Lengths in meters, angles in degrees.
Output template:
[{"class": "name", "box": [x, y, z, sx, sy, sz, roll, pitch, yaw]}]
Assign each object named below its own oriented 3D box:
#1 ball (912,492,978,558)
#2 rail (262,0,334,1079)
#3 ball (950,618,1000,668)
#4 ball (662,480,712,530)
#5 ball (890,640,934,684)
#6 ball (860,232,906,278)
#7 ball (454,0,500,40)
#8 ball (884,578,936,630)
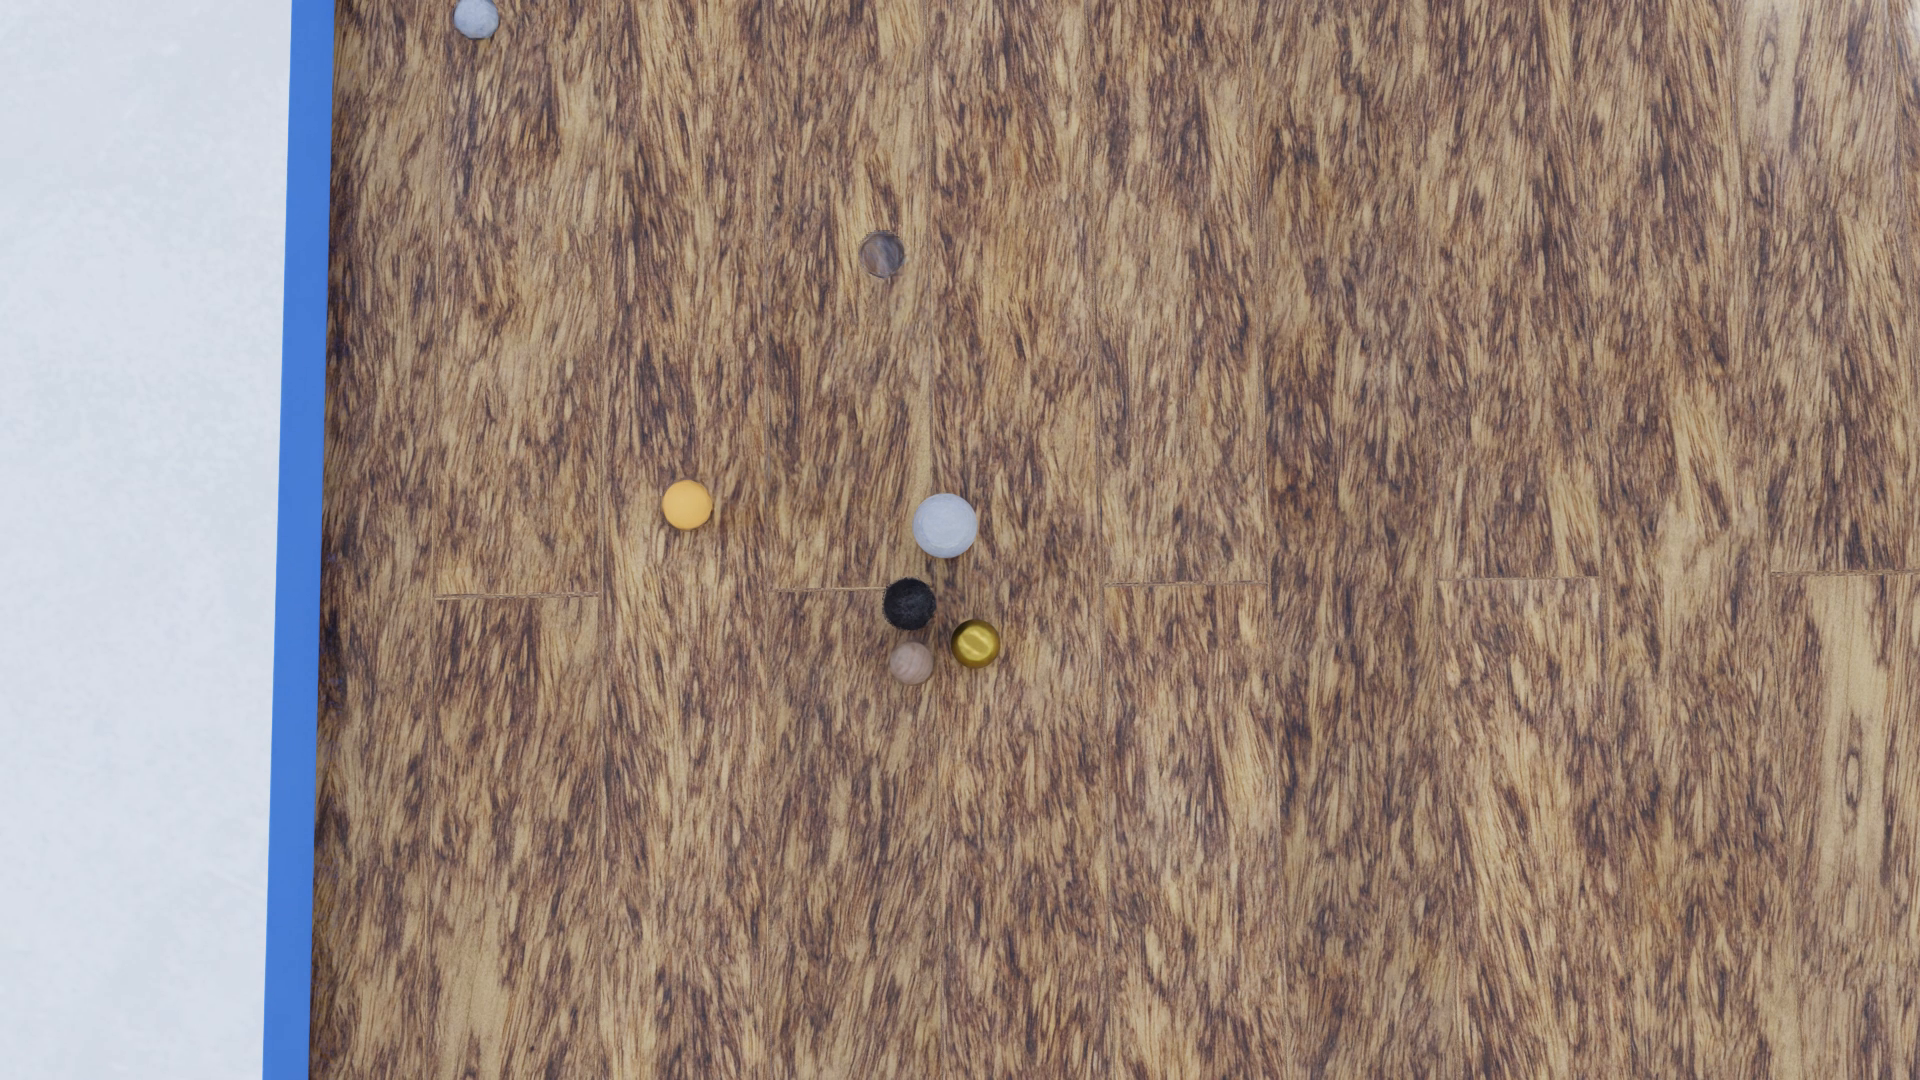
[{"class": "ball", "box": [-0.022, -0.021, 3.256, 0.097, 0.097, 0.097, 0, 82, 0]}, {"class": "rail", "box": [-0.963, 0.013, 3.236, 0.045, 0.126, 2.135, -1, 82, 0]}, {"class": "ball", "box": [0.023, 0.153, 3.243, 0.074, 0.074, 0.074, 0, 82, 0]}, {"class": "ball", "box": [-0.406, -0.052, 3.273, 0.073, 0.073, 0.073, 0, 82, 0]}, {"class": "ball", "box": [-0.071, 0.181, 3.244, 0.065, 0.065, 0.065, 0, 82, 0]}, {"class": "ball", "box": [-0.117, -0.432, 3.329, 0.069, 0.069, 0.069, 0, 82, 0]}, {"class": "ball", "box": [-0.743, -0.804, 3.383, 0.068, 0.068, 0.068, 0, 82, 0]}, {"class": "ball", "box": [-0.074, 0.095, 3.250, 0.077, 0.077, 0.077, 0, 82, 0]}]
